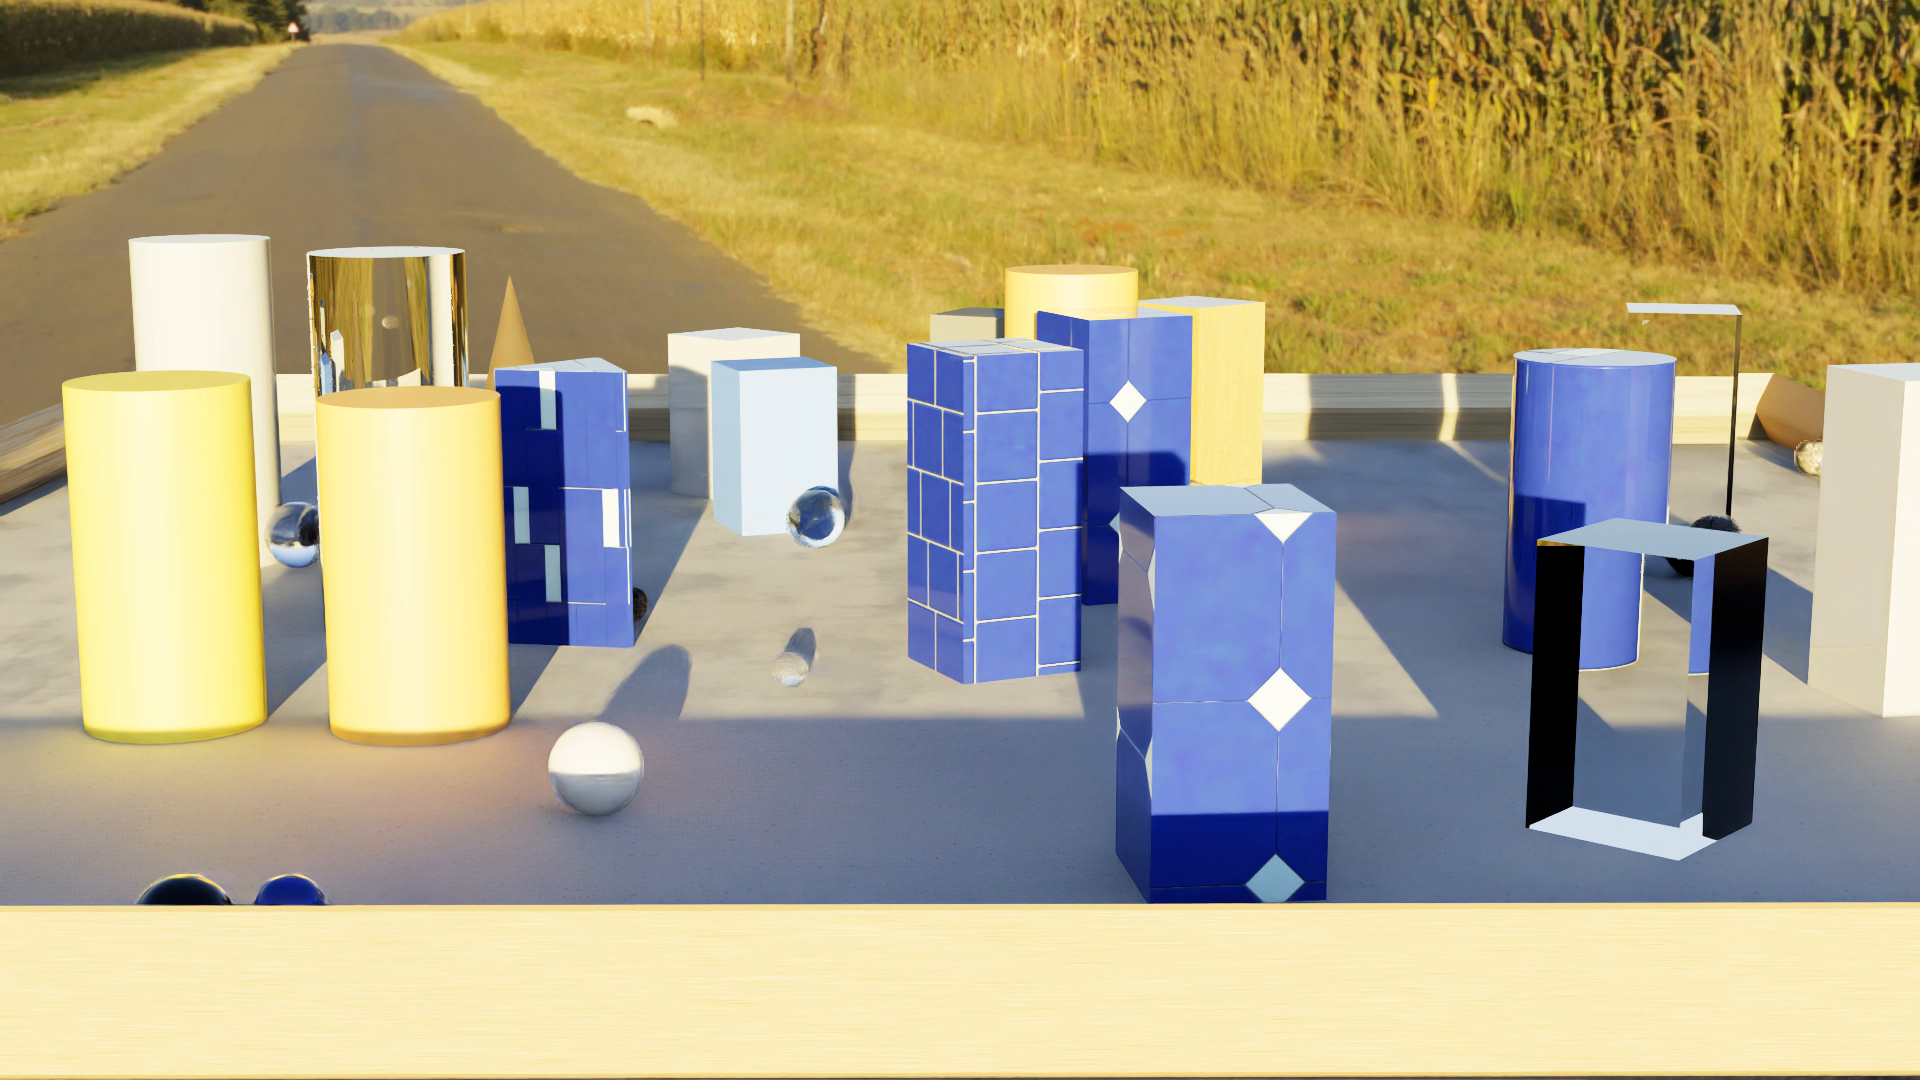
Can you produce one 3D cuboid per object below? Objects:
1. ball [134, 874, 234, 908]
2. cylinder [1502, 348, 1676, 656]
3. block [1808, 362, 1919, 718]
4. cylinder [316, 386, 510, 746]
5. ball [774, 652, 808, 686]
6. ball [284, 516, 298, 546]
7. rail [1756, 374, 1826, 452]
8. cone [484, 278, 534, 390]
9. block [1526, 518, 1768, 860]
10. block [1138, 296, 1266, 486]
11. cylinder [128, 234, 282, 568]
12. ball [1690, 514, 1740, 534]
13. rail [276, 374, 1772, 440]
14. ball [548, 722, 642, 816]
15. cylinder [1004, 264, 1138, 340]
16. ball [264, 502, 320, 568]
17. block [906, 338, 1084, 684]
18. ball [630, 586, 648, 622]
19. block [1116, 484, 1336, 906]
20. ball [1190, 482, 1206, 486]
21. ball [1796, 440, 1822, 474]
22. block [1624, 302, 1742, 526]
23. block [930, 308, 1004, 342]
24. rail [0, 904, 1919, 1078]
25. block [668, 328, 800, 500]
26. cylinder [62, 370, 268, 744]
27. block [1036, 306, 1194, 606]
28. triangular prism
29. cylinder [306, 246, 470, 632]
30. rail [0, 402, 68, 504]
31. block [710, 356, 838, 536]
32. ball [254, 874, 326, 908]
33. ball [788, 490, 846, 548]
[{"bbox_3d":[-0.628,0.312,2.077,0.082,0.082,0.082,0,10,0],"label":"ball"},{"bbox_3d":[0.792,-0.048,3.236,0.198,0.368,0.198,0,10,0],"label":"cylinder"},{"bbox_3d":[1.103,-0.004,2.958,0.159,0.383,0.159,-2,11,-12],"label":"block"},{"bbox_3d":[-0.604,0.024,2.844,0.198,0.368,0.198,0,10,0],"label":"cylinder"},{"bbox_3d":[-0.200,0.154,3.045,0.041,0.041,0.041,0,10,0],"label":"ball"},{"bbox_3d":[-1.038,-0.014,3.930,0.047,0.047,0.047,0,10,0],"label":"ball"},{"bbox_3d":[1.583,0.032,3.458,0.045,0.129,3.235,0,10,0],"label":"rail"},{"bbox_3d":[-0.710,-0.222,4.080,0.198,0.402,0.198,0,10,0],"label":"cone"},{"bbox_3d":[0.659,0.138,2.465,0.159,0.284,0.159,9,14,40],"label":"block"},{"bbox_3d":[0.383,-0.216,4.202,0.159,0.347,0.159,-9,14,-41],"label":"block"},{"bbox_3d":[-1.109,-0.205,3.784,0.198,0.477,0.198,0,10,0],"label":"cylinder"},{"bbox_3d":[1.099,0.004,3.743,0.082,0.082,0.082,0,10,0],"label":"ball"},{"bbox_3d":[-0.009,-0.257,5.016,3.214,0.129,0.045,0,10,0],"label":"rail"},{"bbox_3d":[-0.359,0.224,2.522,0.092,0.092,0.092,0,10,0],"label":"ball"},{"bbox_3d":[0.165,-0.190,3.839,0.198,0.428,0.198,0,10,0],"label":"cylinder"},{"bbox_3d":[-0.971,-0.008,3.762,0.097,0.097,0.097,0,10,0],"label":"ball"},{"bbox_3d":[0.041,-0.040,3.126,0.159,0.392,0.159,-5,12,-25],"label":"block"},{"bbox_3d":[-0.437,0.085,3.405,0.045,0.045,0.045,0,10,0],"label":"ball"},{"bbox_3d":[0.235,0.135,2.304,0.159,0.347,0.159,-1,11,-7],"label":"block"},{"bbox_3d":[0.364,-0.048,4.008,0.087,0.087,0.087,0,10,0],"label":"ball"},{"bbox_3d":[1.539,-0.148,4.622,0.061,0.061,0.061,0,10,0],"label":"ball"},{"bbox_3d":[1.073,-0.162,3.843,0.159,0.370,0.159,2,11,13],"label":"block"},{"bbox_3d":[0.055,-0.254,4.540,0.159,0.298,0.159,5,12,26],"label":"block"},{"bbox_3d":[0.009,0.323,1.882,3.214,0.129,0.045,0,10,0],"label":"rail"},{"bbox_3d":[-0.387,-0.218,4.413,0.159,0.274,0.159,10,14,43],"label":"block"},{"bbox_3d":[-0.881,0.014,2.852,0.198,0.385,0.198,0,10,0],"label":"cylinder"},{"bbox_3d":[0.212,-0.121,3.569,0.159,0.391,0.159,-5,11,-24],"label":"block"},{"bbox_3d":[-0.487,-0.052,3.306,0.172,0.351,0.149,2,11,10],"label":"triangular prism"},{"bbox_3d":[-0.736,-0.129,3.337,0.198,0.490,0.198,0,10,0],"label":"cylinder"},{"bbox_3d":[-1.583,0.035,3.440,0.045,0.129,3.235,0,10,0],"label":"rail"},{"bbox_3d":[-0.297,-0.153,4.100,0.159,0.259,0.159,-4,11,-21],"label":"block"},{"bbox_3d":[-0.563,0.309,2.155,0.059,0.059,0.059,0,10,0],"label":"ball"},{"bbox_3d":[-0.219,-0.033,3.922,0.089,0.089,0.089,0,10,0],"label":"ball"}]
